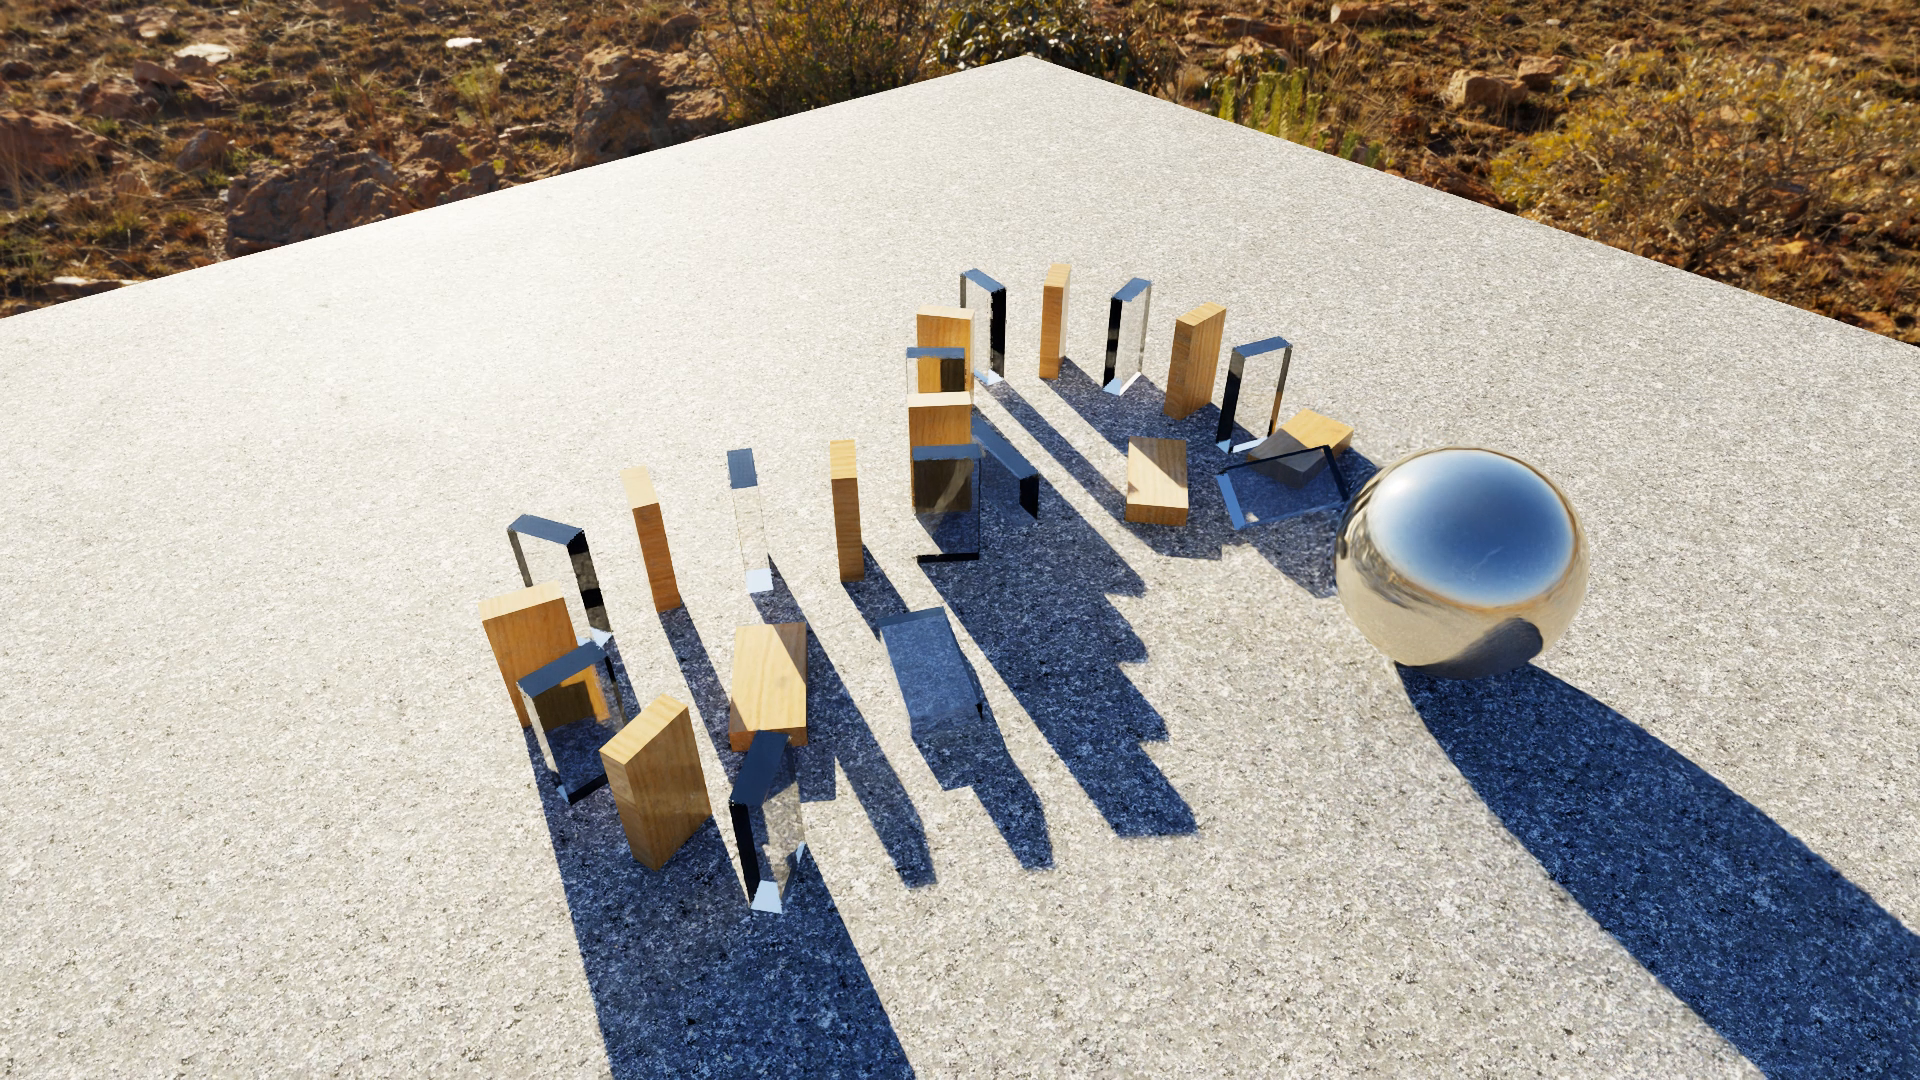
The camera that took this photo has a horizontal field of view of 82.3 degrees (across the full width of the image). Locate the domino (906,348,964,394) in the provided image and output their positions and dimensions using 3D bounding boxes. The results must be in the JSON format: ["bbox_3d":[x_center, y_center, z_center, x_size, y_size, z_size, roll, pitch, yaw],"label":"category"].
[{"bbox_3d":[-0.010,-0.061,0.486,0.025,0.050,0.009,0,39,0],"label":"domino"}]

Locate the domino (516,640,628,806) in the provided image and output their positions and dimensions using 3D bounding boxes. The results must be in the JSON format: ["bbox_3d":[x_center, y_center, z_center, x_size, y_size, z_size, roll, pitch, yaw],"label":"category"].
[{"bbox_3d":[-0.118,0.057,0.342,0.025,0.050,0.010,-32,49,-33],"label":"domino"}]

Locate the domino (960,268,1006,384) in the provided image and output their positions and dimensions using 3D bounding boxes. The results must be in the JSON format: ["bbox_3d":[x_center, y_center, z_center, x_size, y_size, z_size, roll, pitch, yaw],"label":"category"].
[{"bbox_3d":[0.011,-0.104,0.539,0.010,0.050,0.025,-23,45,-26],"label":"domino"}]

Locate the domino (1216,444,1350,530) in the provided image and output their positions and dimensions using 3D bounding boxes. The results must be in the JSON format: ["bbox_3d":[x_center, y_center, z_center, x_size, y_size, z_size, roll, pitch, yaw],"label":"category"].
[{"bbox_3d":[0.135,-0.022,0.461,0.050,0.010,0.025,-13,76,-15],"label":"domino"}]

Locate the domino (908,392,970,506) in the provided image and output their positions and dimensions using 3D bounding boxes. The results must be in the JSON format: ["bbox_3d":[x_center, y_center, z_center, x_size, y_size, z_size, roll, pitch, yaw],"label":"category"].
[{"bbox_3d":[-0.008,-0.037,0.457,0.025,0.050,0.009,-3,39,-4],"label":"domino"}]

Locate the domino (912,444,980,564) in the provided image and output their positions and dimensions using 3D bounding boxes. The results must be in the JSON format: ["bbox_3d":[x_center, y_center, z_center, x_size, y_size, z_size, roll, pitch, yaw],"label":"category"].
[{"bbox_3d":[-0.005,-0.014,0.428,0.025,0.050,0.010,-2,39,-3],"label":"domino"}]

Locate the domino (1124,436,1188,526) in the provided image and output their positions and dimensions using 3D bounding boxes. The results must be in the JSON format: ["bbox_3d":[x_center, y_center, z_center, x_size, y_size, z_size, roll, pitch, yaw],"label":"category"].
[{"bbox_3d":[0.085,-0.026,0.475,0.025,0.010,0.050,5,40,6],"label":"domino"}]

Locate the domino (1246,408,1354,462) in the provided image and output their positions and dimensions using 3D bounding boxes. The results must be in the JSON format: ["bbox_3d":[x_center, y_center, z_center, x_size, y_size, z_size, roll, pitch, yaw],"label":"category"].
[{"bbox_3d":[0.152,-0.041,0.493,0.025,0.009,0.050,30,48,32],"label":"domino"}]

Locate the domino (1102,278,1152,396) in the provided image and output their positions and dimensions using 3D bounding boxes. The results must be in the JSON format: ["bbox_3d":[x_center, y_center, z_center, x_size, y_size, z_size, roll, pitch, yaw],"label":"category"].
[{"bbox_3d":[0.081,-0.098,0.531,0.010,0.050,0.025,22,44,24],"label":"domino"}]

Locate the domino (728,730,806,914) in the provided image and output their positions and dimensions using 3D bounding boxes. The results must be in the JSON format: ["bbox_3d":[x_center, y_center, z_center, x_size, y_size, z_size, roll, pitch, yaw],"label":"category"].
[{"bbox_3d":[-0.054,0.081,0.313,0.009,0.050,0.025,6,40,7],"label":"domino"}]

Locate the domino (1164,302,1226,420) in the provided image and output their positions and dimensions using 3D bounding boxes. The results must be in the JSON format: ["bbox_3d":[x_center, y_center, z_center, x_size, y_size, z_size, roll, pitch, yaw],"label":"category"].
[{"bbox_3d":[0.109,-0.083,0.513,0.025,0.050,0.009,-31,48,-32],"label":"domino"}]

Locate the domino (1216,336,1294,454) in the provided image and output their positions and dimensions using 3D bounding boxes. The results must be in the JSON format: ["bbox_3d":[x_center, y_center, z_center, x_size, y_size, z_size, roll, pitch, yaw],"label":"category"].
[{"bbox_3d":[0.131,-0.064,0.490,0.025,0.050,0.009,-16,42,-19],"label":"domino"}]

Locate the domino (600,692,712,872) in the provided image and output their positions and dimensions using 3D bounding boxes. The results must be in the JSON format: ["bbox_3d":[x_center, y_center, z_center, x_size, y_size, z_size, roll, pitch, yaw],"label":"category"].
[{"bbox_3d":[-0.088,0.072,0.324,0.010,0.050,0.025,21,44,24],"label":"domino"}]

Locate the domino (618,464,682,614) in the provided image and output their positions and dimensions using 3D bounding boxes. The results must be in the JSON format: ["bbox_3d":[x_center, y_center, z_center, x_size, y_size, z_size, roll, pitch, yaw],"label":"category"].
[{"bbox_3d":[-0.116,0.000,0.412,0.010,0.050,0.025,-16,42,-18],"label":"domino"}]

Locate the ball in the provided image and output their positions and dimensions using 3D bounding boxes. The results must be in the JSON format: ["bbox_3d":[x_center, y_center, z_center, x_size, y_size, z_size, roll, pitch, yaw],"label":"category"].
[{"bbox_3d":[0.171,0.007,0.379,0.080,0.080,0.080,0,39,0],"label":"ball"}]

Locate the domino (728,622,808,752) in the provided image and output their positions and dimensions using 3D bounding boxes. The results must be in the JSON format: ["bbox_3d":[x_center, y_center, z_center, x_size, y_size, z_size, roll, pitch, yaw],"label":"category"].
[{"bbox_3d":[-0.066,0.050,0.382,0.025,0.009,0.050,-4,39,-5],"label":"domino"}]

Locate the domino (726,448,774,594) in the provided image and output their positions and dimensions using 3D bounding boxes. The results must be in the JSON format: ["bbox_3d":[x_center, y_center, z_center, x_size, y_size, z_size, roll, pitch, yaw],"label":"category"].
[{"bbox_3d":[-0.080,-0.007,0.420,0.009,0.050,0.025,-9,40,-10],"label":"domino"}]

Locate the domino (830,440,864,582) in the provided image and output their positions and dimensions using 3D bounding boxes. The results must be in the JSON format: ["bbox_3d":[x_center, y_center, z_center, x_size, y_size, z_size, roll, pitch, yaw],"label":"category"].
[{"bbox_3d":[-0.043,-0.011,0.425,0.009,0.050,0.025,-4,39,-5],"label":"domino"}]

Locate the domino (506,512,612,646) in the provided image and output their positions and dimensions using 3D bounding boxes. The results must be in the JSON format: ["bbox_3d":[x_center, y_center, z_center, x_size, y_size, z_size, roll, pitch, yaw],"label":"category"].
[{"bbox_3d":[-0.142,0.015,0.393,0.025,0.050,0.009,14,41,16],"label":"domino"}]

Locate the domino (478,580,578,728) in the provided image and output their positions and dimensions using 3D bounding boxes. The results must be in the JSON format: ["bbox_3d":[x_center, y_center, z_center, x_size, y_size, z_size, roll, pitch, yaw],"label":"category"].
[{"bbox_3d":[-0.139,0.038,0.365,0.025,0.050,0.009,-18,42,-20],"label":"domino"}]

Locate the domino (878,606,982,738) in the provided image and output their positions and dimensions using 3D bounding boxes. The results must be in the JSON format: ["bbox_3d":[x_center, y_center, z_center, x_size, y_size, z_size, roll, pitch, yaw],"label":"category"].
[{"bbox_3d":[-0.011,0.045,0.388,0.025,0.010,0.050,-10,40,-12],"label":"domino"}]

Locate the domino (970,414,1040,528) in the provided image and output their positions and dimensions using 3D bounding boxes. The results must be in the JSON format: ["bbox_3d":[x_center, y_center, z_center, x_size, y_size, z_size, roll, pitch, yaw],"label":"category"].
[{"bbox_3d":[0.016,-0.030,0.467,0.010,0.025,0.050,-21,44,-23],"label":"domino"}]

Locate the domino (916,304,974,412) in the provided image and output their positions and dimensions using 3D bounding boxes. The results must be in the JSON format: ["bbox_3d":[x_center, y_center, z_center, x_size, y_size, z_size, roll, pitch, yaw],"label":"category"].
[{"bbox_3d":[-0.006,-0.084,0.514,0.025,0.050,0.010,8,40,9],"label":"domino"}]

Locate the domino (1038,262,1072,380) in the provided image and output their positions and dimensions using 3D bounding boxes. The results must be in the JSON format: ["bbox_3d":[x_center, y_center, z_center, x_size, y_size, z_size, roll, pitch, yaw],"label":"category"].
[{"bbox_3d":[0.047,-0.108,0.543,0.009,0.050,0.025,8,40,10],"label":"domino"}]
